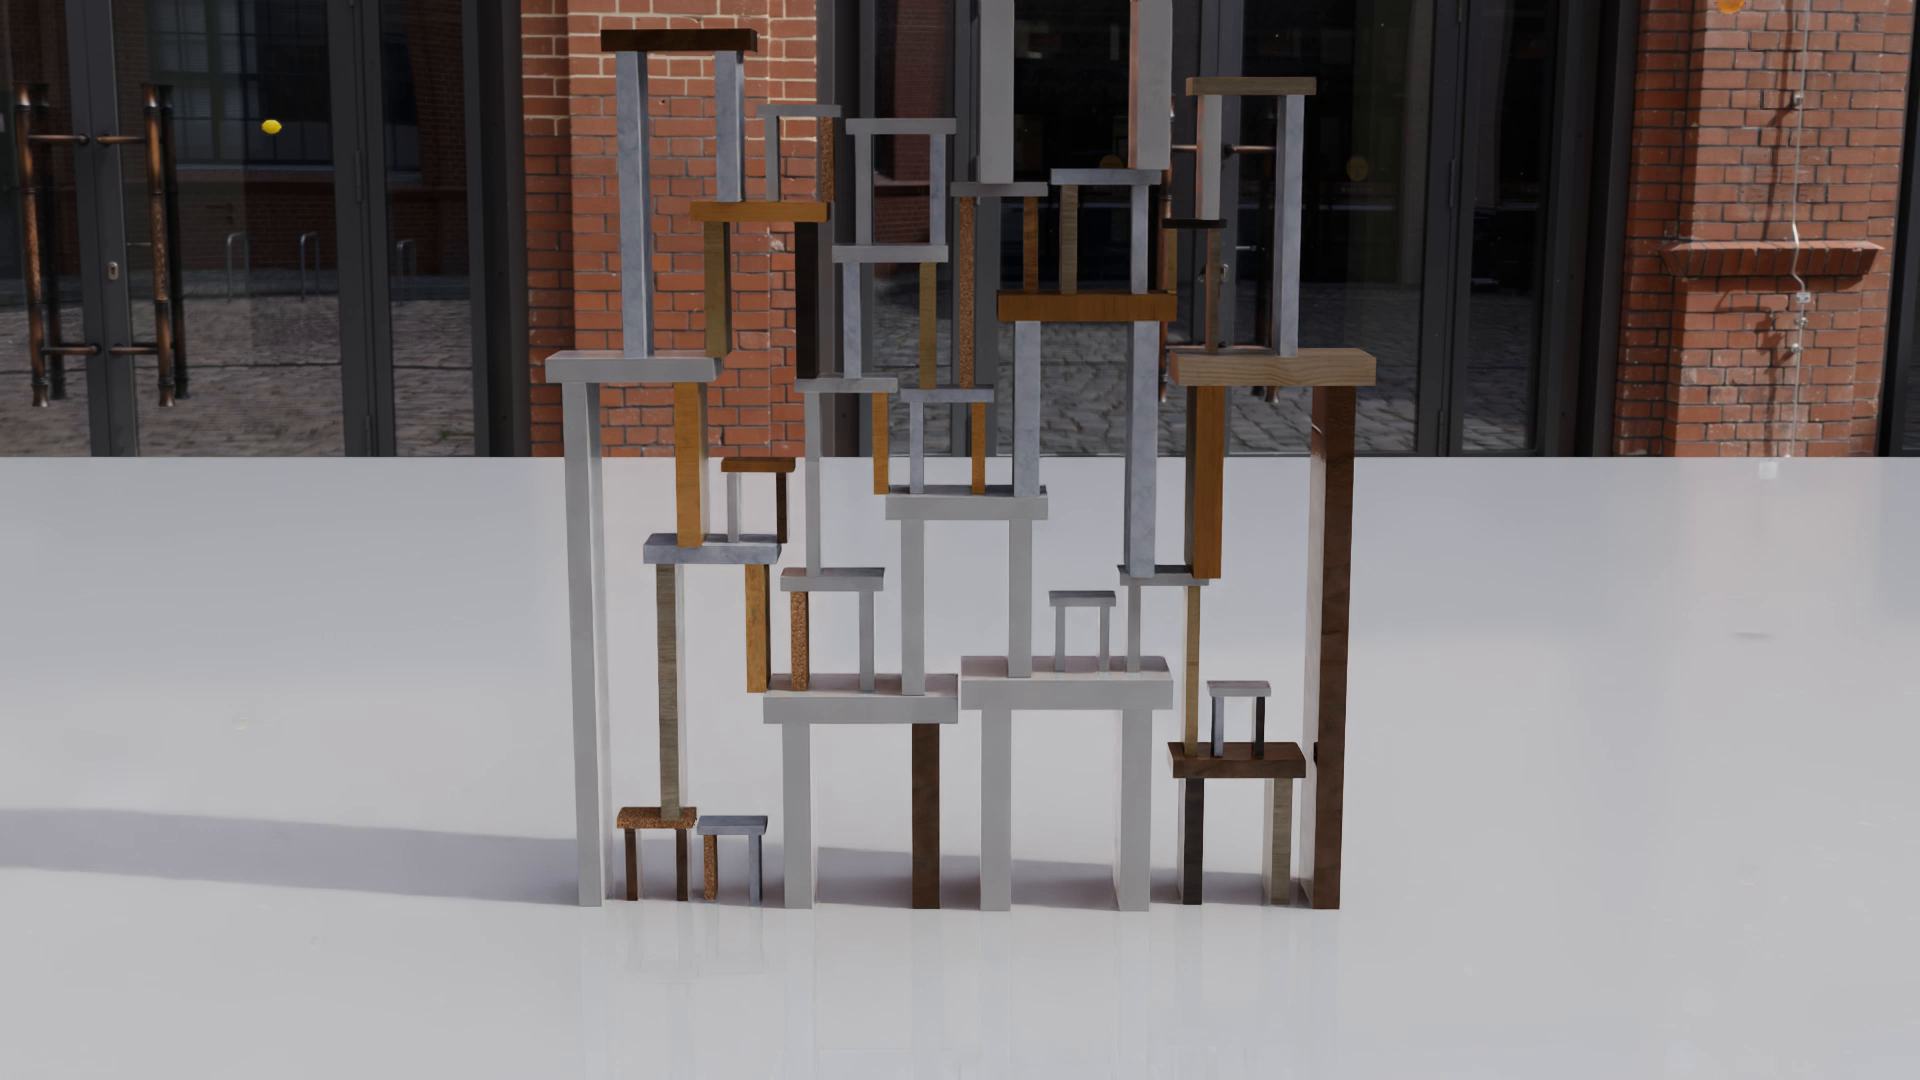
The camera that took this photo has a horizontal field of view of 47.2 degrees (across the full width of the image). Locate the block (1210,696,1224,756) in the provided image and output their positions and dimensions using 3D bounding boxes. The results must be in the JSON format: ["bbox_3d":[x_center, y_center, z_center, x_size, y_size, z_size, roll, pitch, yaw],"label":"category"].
[{"bbox_3d":[0.423,0.299,3.611,0.014,0.100,0.050,0,11,0],"label":"block"}]

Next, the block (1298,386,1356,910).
[{"bbox_3d":[0.598,0.167,3.591,0.044,0.860,0.154,0,11,0],"label":"block"}]

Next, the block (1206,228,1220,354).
[{"bbox_3d":[0.401,-0.396,3.490,0.014,0.197,0.051,0,11,0],"label":"block"}]

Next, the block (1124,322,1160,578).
[{"bbox_3d":[0.291,-0.153,3.533,0.039,0.408,0.139,0,11,0],"label":"block"}]

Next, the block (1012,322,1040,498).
[{"bbox_3d":[0.105,-0.217,3.520,0.039,0.278,0.139,0,11,0],"label":"block"}]

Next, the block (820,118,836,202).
[{"bbox_3d":[-0.206,-0.597,3.452,0.018,0.130,0.065,0,11,0],"label":"block"}]

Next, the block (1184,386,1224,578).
[{"bbox_3d":[0.393,-0.104,3.541,0.044,0.308,0.154,0,10,0],"label":"block"}]

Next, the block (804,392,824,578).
[{"bbox_3d":[-0.234,-0.094,3.542,0.023,0.298,0.081,0,11,0],"label":"block"}]

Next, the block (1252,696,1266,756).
[{"bbox_3d":[0.489,0.299,3.611,0.014,0.100,0.050,0,11,0],"label":"block"}]

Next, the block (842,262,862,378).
[{"bbox_3d":[-0.171,-0.352,3.492,0.026,0.182,0.091,0,11,-2],"label":"block"}]

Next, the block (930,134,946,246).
[{"bbox_3d":[-0.035,-0.551,3.456,0.024,0.171,0.086,0,11,-1],"label":"block"}]

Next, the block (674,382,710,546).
[{"bbox_3d":[-0.430,-0.130,3.537,0.037,0.263,0.131,0,11,0],"label":"block"}]

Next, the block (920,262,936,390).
[{"bbox_3d":[-0.050,-0.344,3.496,0.026,0.199,0.091,0,11,0],"label":"block"}]

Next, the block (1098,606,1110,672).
[{"bbox_3d":[0.234,0.156,3.589,0.015,0.108,0.054,0,11,0],"label":"block"}]

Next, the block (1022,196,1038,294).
[{"bbox_3d":[0.112,-0.467,3.475,0.022,0.152,0.076,0,11,0],"label":"block"}]

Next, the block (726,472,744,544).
[{"bbox_3d":[-0.363,-0.057,3.551,0.016,0.115,0.058,1,11,3],"label":"block"}]

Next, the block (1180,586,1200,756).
[{"bbox_3d":[0.377,0.207,3.601,0.020,0.285,0.072,0,11,0],"label":"block"}]

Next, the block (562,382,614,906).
[{"bbox_3d":[-0.606,0.165,3.593,0.037,0.863,0.131,0,11,0],"label":"block"}]

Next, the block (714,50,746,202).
[{"bbox_3d":[-0.358,-0.645,3.433,0.032,0.229,0.114,0,11,1],"label":"block"}]

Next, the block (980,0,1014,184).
[{"bbox_3d":[0.057,-0.747,3.418,0.050,0.377,0.178,0,11,0],"label":"block"}]

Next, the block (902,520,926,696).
[{"bbox_3d":[-0.075,0.098,3.574,0.036,0.287,0.129,0,11,0],"label":"block"}]

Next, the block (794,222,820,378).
[{"bbox_3d":[-0.242,-0.384,3.492,0.030,0.244,0.106,0,11,0],"label":"block"}]

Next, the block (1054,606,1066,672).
[{"bbox_3d":[0.162,0.156,3.589,0.015,0.108,0.054,0,11,0],"label":"block"}]

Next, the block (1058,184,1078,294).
[{"bbox_3d":[0.171,-0.475,3.470,0.024,0.170,0.085,0,11,0],"label":"block"}]

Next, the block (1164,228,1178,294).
[{"bbox_3d":[0.334,-0.443,3.481,0.014,0.102,0.051,0,10,0],"label":"block"}]

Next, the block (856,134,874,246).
[{"bbox_3d":[-0.150,-0.551,3.455,0.024,0.171,0.085,0,11,0],"label":"block"}]

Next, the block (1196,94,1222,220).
[{"bbox_3d":[0.389,-0.600,3.446,0.027,0.191,0.095,0,10,0],"label":"block"}]

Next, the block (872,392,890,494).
[{"bbox_3d":[-0.126,-0.160,3.531,0.023,0.163,0.081,0,11,0],"label":"block"}]

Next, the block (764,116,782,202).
[{"bbox_3d":[-0.293,-0.598,3.451,0.018,0.131,0.065,0,11,0],"label":"block"}]

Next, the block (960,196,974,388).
[{"bbox_3d":[0.010,-0.394,3.489,0.022,0.301,0.076,0,11,0],"label":"block"}]

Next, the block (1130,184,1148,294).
[{"bbox_3d":[0.282,-0.475,3.470,0.024,0.170,0.085,0,11,2],"label":"block"}]

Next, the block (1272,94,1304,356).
[{"bbox_3d":[0.516,-0.496,3.465,0.027,0.402,0.095,0,11,0],"label":"block"}]

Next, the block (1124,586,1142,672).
[{"bbox_3d":[0.281,0.138,3.589,0.020,0.144,0.072,0,11,0],"label":"block"}]

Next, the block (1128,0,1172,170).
[{"bbox_3d":[0.295,-0.757,3.415,0.050,0.356,0.178,0,11,0],"label":"block"}]

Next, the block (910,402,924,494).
[{"bbox_3d":[-0.069,-0.152,3.529,0.021,0.148,0.074,0,11,0],"label":"block"}]

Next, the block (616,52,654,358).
[{"bbox_3d":[-0.510,-0.526,3.456,0.032,0.470,0.114,0,11,0],"label":"block"}]

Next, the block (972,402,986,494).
[{"bbox_3d":[0.029,-0.152,3.528,0.021,0.148,0.074,0,11,0],"label":"block"}]

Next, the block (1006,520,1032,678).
[{"bbox_3d":[0.096,0.083,3.571,0.036,0.257,0.129,0,11,0],"label":"block"}]

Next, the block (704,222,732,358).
[{"bbox_3d":[-0.383,-0.401,3.489,0.030,0.211,0.106,0,11,0],"label":"block"}]

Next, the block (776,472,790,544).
[{"bbox_3d":[-0.286,-0.057,3.551,0.016,0.115,0.058,0,11,0],"label":"block"}]
